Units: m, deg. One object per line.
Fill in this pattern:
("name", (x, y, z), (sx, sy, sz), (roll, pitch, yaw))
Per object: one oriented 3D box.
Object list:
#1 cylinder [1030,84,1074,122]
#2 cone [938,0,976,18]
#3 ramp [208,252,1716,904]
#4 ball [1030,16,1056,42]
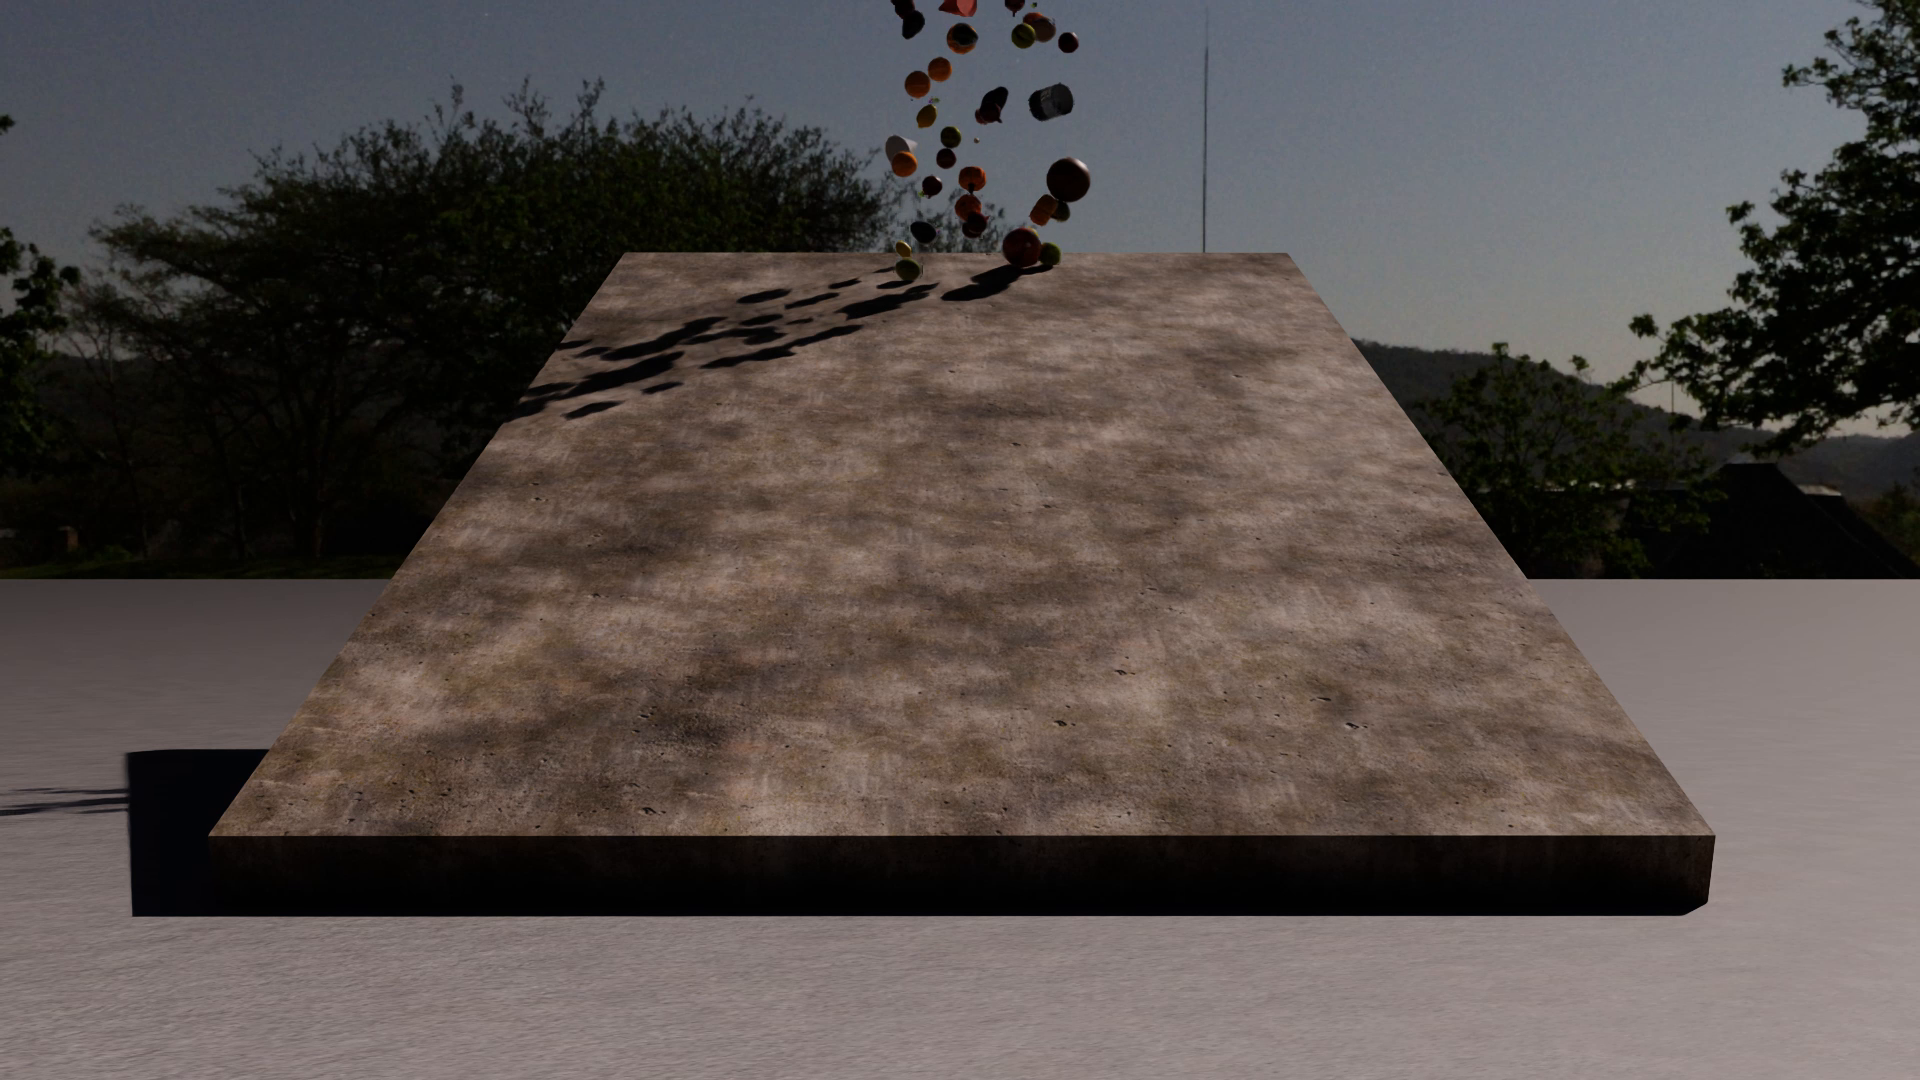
("cylinder", (0.270, -1.293, 6.627), (0.092, 0.092, 0.092), (1, -4, -40))
("cone", (-0.023, -1.490, 6.242), (0.098, 0.098, 0.098), (-10, -7, 36))
("ramp", (-0.004, -0.190, 4.888), (2.000, 0.100, 4.000), (0, 18, 0))
("ball", (0.245, -1.497, 6.575), (0.074, 0.074, 0.074), (0, -1, 0))
